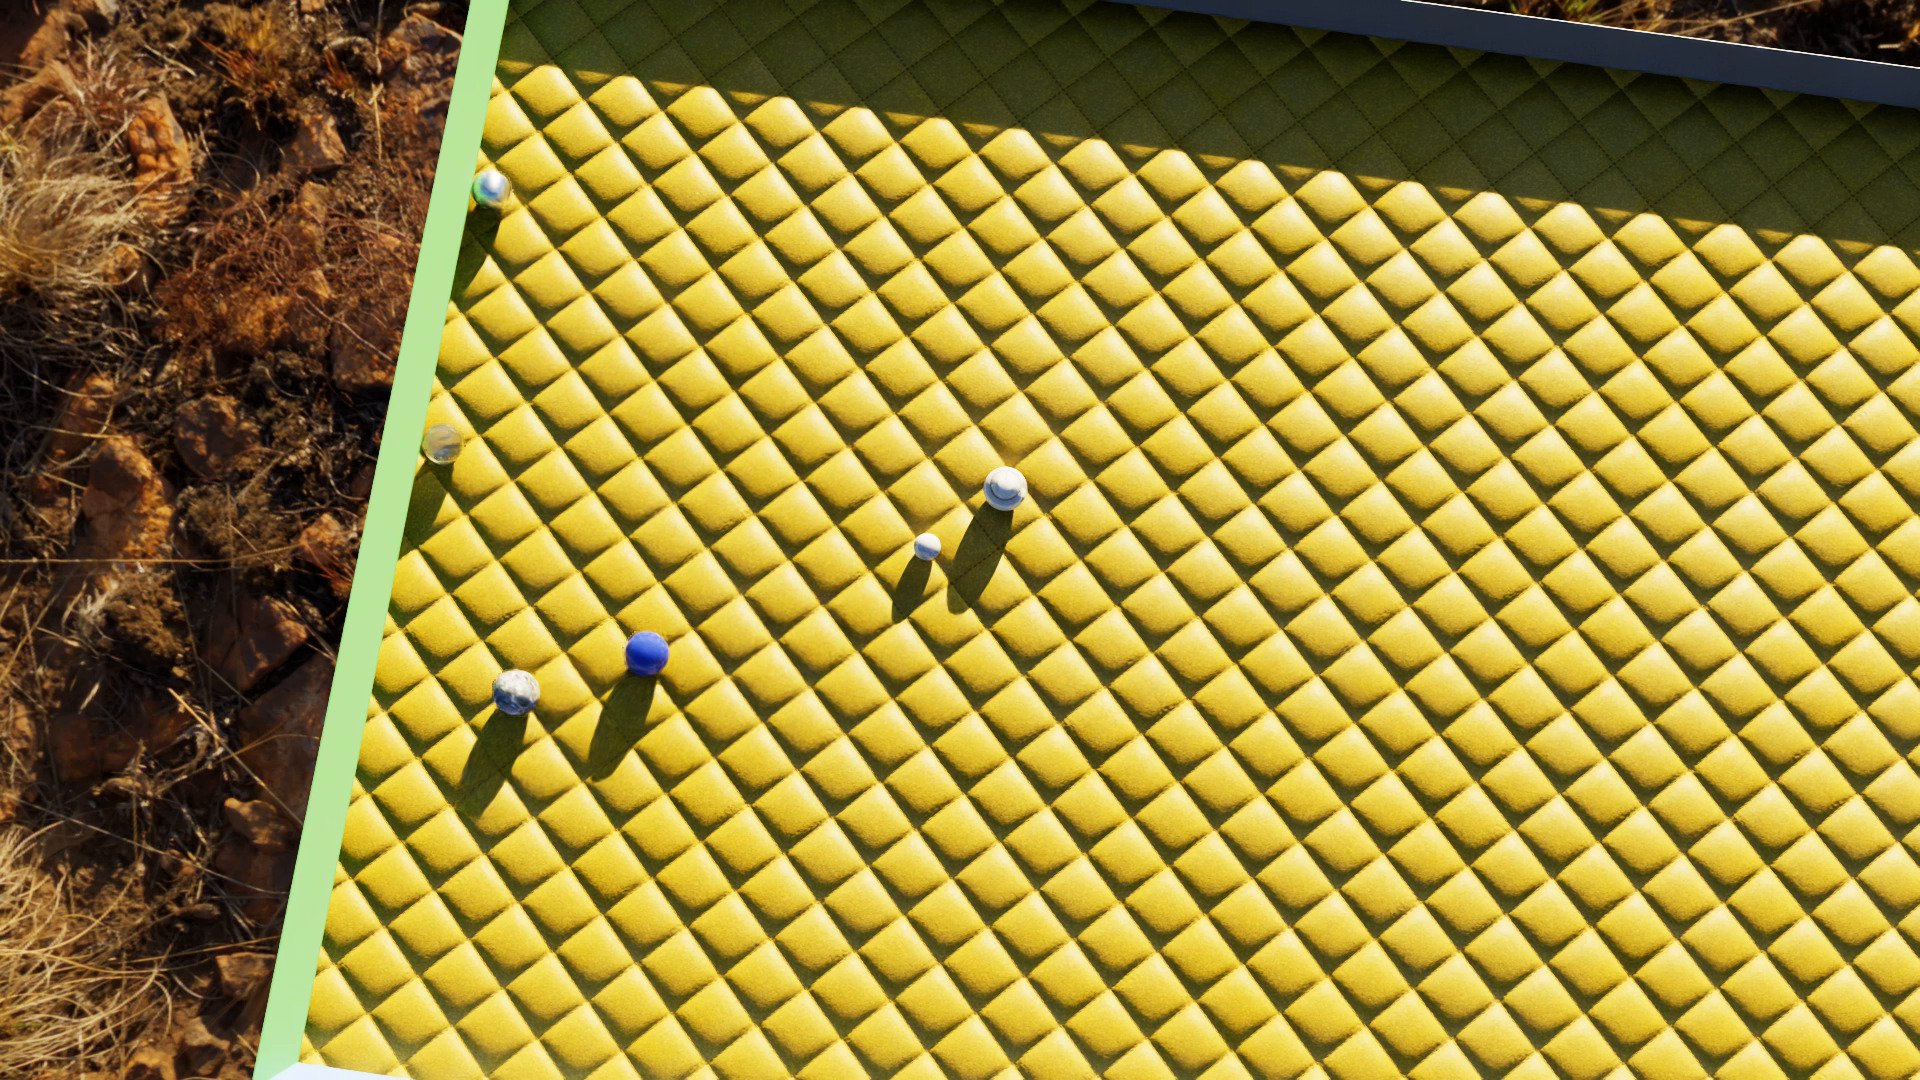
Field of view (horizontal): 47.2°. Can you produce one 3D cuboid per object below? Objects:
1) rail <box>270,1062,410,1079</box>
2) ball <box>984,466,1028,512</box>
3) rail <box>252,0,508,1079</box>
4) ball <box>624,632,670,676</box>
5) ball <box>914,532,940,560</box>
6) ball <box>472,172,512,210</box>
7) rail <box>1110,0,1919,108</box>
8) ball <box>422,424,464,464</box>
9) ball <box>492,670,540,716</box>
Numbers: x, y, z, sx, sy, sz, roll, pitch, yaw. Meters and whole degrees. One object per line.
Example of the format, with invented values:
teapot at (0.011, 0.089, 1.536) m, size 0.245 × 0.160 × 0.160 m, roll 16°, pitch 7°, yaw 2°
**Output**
rail at (0.736, 1.003, 3.084) m, size 3.495 × 0.089 × 0.045 m, roll 8°, pitch 78°, yaw 2°
ball at (0.068, -0.077, 3.320) m, size 0.067 × 0.067 × 0.067 m, roll 0°, pitch 78°, yaw 0°
rail at (-0.841, -0.121, 3.318) m, size 0.045 × 0.089 × 1.873 m, roll 8°, pitch 78°, yaw 2°
ball at (-0.465, 0.169, 3.269) m, size 0.067 × 0.067 × 0.067 m, roll 0°, pitch 78°, yaw 0°
ball at (-0.050, 0.010, 3.316) m, size 0.042 × 0.042 × 0.042 m, roll 0°, pitch 78°, yaw 0°
ball at (-0.729, -0.543, 3.421) m, size 0.060 × 0.060 × 0.060 m, roll 0°, pitch 78°, yaw 0°
rail at (0.994, -0.767, 3.452) m, size 3.495 × 0.089 × 0.045 m, roll 8°, pitch 78°, yaw 2°
ball at (-0.785, -0.145, 3.338) m, size 0.061 × 0.061 × 0.061 m, roll 0°, pitch 78°, yaw 0°
ball at (-0.657, 0.226, 3.257) m, size 0.069 × 0.069 × 0.069 m, roll 0°, pitch 78°, yaw 0°
